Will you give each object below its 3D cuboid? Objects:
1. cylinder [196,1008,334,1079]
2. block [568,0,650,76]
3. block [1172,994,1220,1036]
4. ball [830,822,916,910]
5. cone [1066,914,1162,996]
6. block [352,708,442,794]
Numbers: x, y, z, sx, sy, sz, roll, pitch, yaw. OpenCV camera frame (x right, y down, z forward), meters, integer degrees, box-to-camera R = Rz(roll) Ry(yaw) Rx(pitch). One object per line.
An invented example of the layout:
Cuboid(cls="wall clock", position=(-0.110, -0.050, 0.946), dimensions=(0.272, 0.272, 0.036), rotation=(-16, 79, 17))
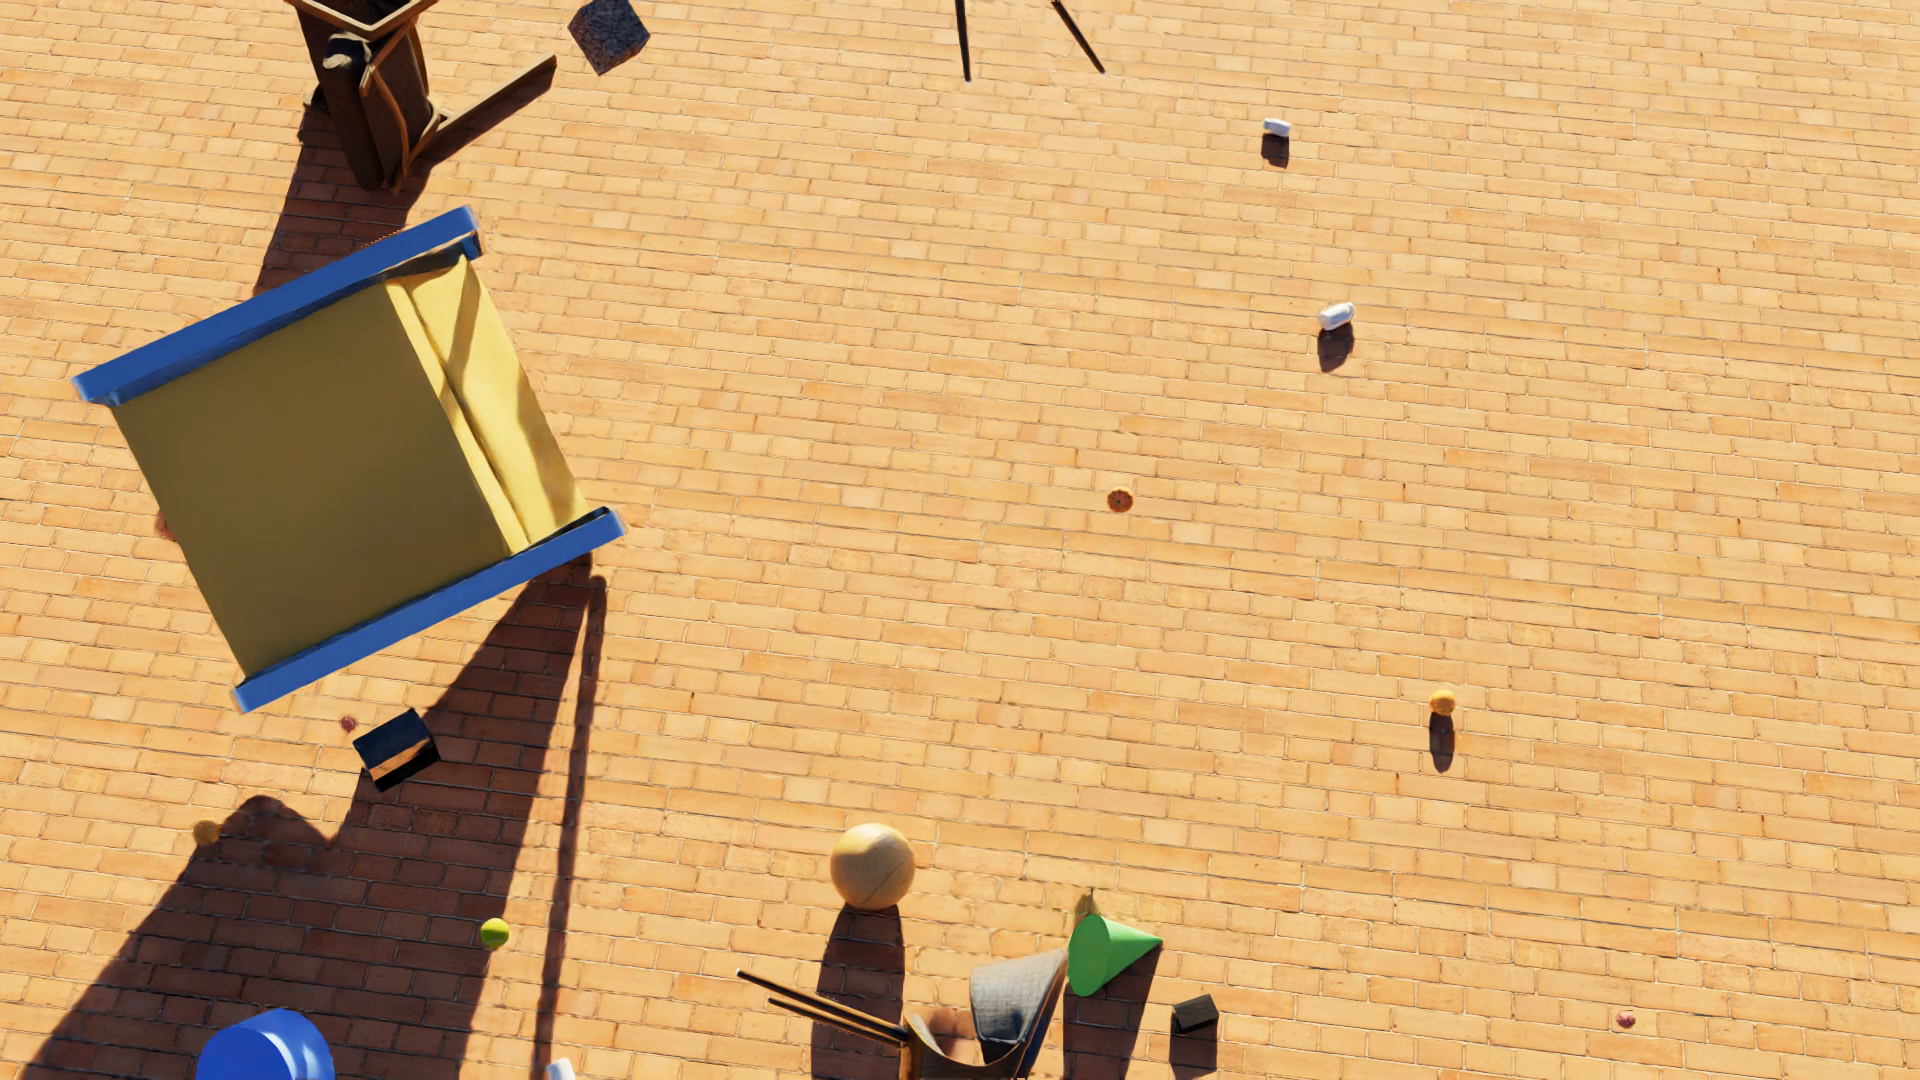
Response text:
Cuboid(cls="cylinder", position=(-1.730, 1.345, 5.479), dimensions=(0.298, 0.157, 0.318), rotation=(7, 97, 20))
Cuboid(cls="block", position=(-1.081, -1.563, 6.769), dimensions=(0.149, 0.177, 0.176), rotation=(-35, 97, -21))
Cuboid(cls="block", position=(0.612, 1.233, 5.719), dimensions=(0.105, 0.045, 0.066), rotation=(-16, 58, -11))
Cuboid(cls="ball", position=(-0.232, 0.869, 5.851), dimensions=(0.232, 0.232, 0.232), rotation=(0, 56, 0))
Cuboid(cls="cone", position=(0.438, 1.072, 5.787), dimensions=(0.256, 0.251, 0.159), rotation=(-4, 37, -34))
Cuboid(cls="block", position=(-1.563, 0.584, 6.100), dimensions=(0.189, 0.136, 0.109), rotation=(-30, 61, -19))
